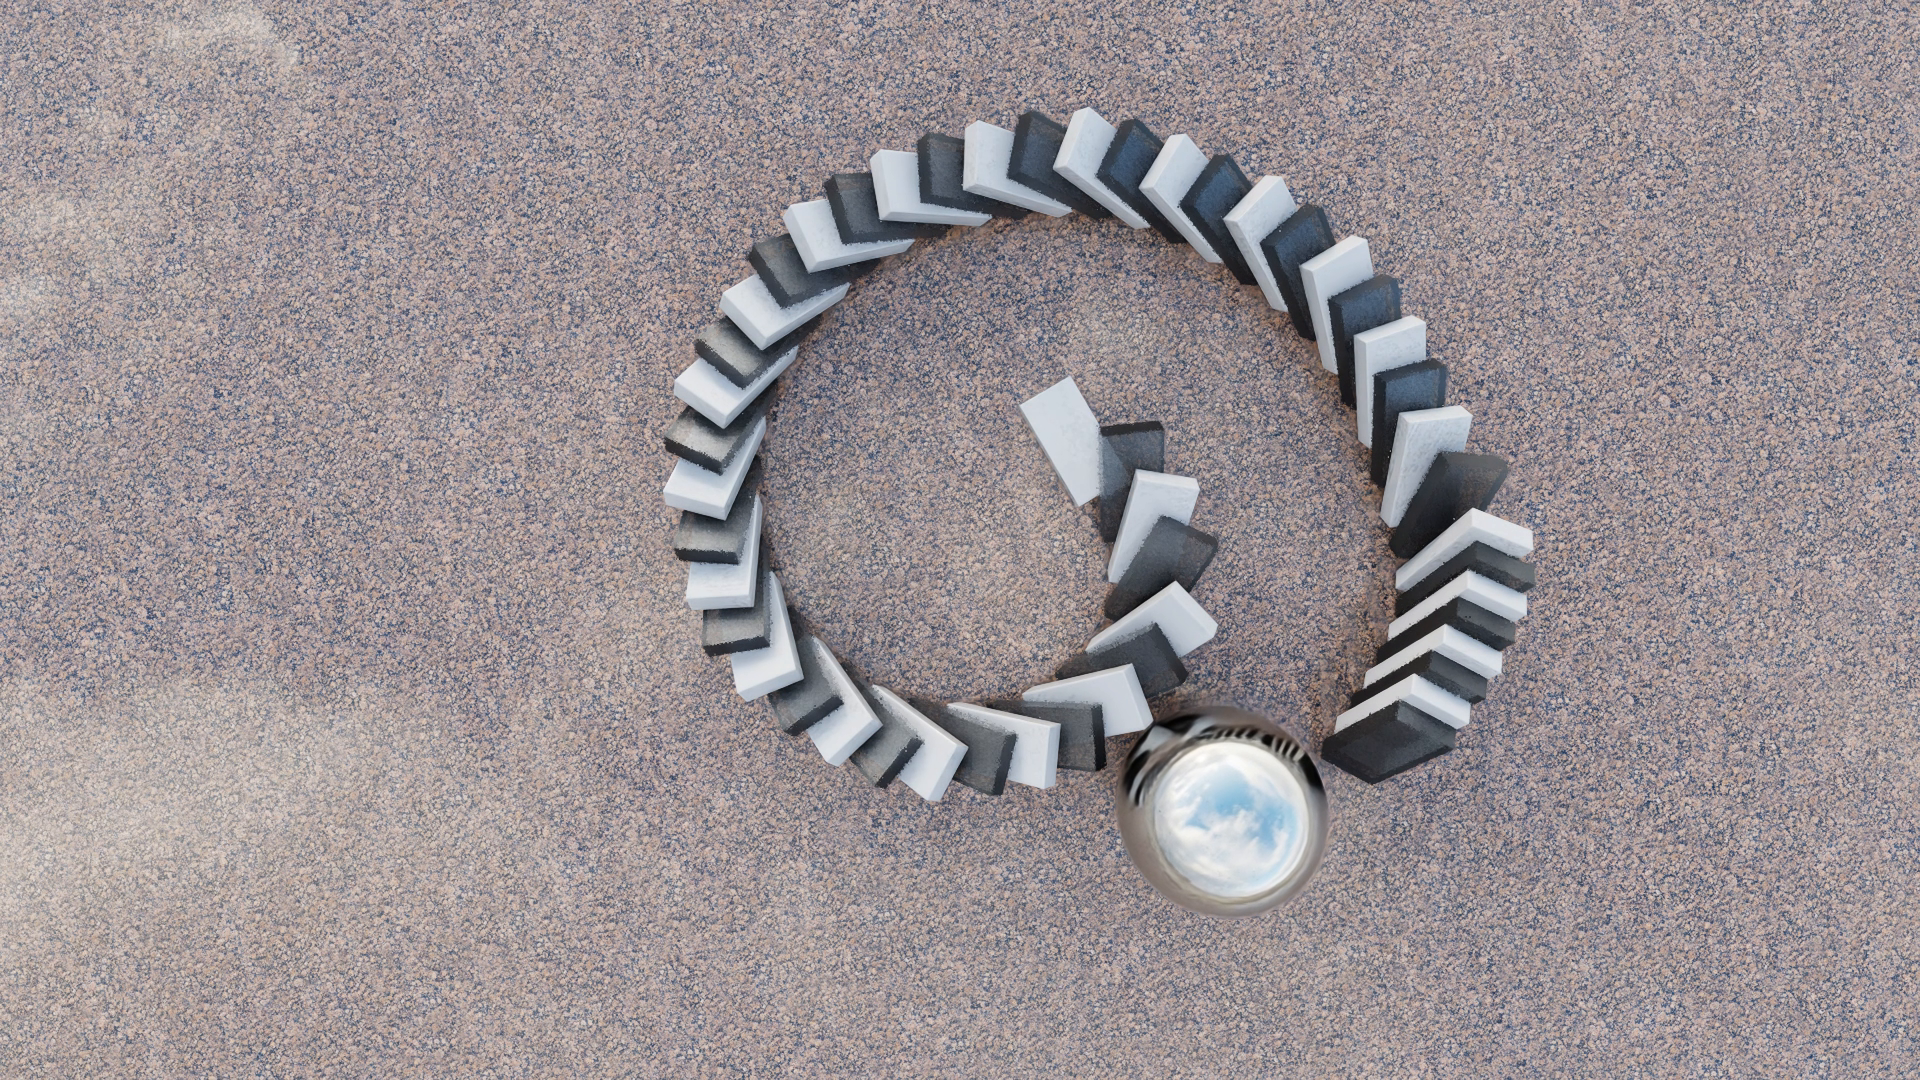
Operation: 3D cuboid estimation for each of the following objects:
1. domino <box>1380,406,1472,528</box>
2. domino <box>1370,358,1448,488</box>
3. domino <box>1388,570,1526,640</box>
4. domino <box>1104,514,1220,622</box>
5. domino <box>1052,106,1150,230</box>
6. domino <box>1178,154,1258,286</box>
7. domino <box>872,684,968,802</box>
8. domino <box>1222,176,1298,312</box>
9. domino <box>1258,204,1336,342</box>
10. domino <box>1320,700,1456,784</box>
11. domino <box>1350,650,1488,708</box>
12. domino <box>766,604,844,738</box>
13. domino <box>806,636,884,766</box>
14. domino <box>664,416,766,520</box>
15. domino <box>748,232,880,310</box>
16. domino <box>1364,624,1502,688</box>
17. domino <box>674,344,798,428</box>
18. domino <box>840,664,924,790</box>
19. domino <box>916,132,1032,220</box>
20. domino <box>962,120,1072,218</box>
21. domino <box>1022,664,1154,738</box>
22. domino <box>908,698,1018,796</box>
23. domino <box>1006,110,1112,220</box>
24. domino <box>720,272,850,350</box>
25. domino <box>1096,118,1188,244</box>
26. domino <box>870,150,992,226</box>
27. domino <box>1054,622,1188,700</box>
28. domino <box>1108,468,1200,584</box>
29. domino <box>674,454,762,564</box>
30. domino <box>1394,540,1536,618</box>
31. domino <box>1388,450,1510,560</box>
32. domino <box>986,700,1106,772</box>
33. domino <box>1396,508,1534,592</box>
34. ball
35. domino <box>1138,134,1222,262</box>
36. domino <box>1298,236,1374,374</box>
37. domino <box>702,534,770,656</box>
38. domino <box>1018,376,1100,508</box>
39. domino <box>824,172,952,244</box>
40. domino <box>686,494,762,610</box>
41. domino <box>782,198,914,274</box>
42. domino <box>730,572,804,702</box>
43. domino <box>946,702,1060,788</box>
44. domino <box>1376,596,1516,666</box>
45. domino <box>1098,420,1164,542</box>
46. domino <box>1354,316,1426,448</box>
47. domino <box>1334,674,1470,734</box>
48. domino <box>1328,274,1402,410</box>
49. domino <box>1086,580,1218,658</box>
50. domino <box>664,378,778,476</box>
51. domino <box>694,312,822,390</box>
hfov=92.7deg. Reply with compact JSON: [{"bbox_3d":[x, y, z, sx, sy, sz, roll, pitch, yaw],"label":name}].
[{"bbox_3d":[0.194,-0.030,0.382,0.025,0.010,0.050,-7,124,0],"label":"domino"},{"bbox_3d":[0.187,-0.048,0.383,0.025,0.009,0.050,-15,123,0],"label":"domino"},{"bbox_3d":[0.203,0.033,0.377,0.025,0.050,0.009,24,56,0],"label":"domino"},{"bbox_3d":[0.083,0.016,0.382,0.025,0.010,0.050,23,120,-6],"label":"domino"},{"bbox_3d":[0.064,-0.154,0.382,0.050,0.009,0.025,21,90,-33],"label":"domino"},{"bbox_3d":[0.115,-0.133,0.382,0.050,0.009,0.025,36,90,-33],"label":"domino"},{"bbox_3d":[-0.023,0.084,0.382,0.050,0.010,0.025,29,90,35],"label":"domino"},{"bbox_3d":[0.132,-0.123,0.382,0.025,0.009,0.050,-45,123,0],"label":"domino"},{"bbox_3d":[0.146,-0.111,0.382,0.025,0.010,0.050,-40,124,0],"label":"domino"},{"bbox_3d":[0.175,0.084,0.377,0.025,0.050,0.009,28,56,0],"label":"domino"},{"bbox_3d":[0.187,0.064,0.377,0.025,0.050,0.010,28,56,0],"label":"domino"},{"bbox_3d":[-0.070,0.054,0.382,0.025,0.010,0.050,-34,55,0],"label":"domino"},{"bbox_3d":[-0.056,0.066,0.382,0.025,0.010,0.050,-43,56,0],"label":"domino"},{"bbox_3d":[-0.101,-0.034,0.382,0.025,0.010,0.050,15,56,0],"label":"domino"},{"bbox_3d":[-0.060,-0.117,0.382,0.050,0.010,0.025,-34,90,-34],"label":"domino"},{"bbox_3d":[0.193,0.054,0.377,0.025,0.050,0.009,28,56,0],"label":"domino"},{"bbox_3d":[-0.093,-0.071,0.382,0.025,0.009,0.050,35,56,0],"label":"domino"},{"bbox_3d":[-0.040,0.077,0.382,0.050,0.010,0.025,39,90,35],"label":"domino"},{"bbox_3d":[0.007,-0.151,0.382,0.050,0.009,0.025,-3,90,-33],"label":"domino"},{"bbox_3d":[0.025,-0.154,0.382,0.050,0.009,0.025,2,90,-33],"label":"domino"},{"bbox_3d":[0.052,0.070,0.382,0.050,0.010,0.025,-20,90,36],"label":"domino"},{"bbox_3d":[-0.002,0.085,0.382,0.050,0.009,0.025,14,90,34],"label":"domino"},{"bbox_3d":[0.044,-0.155,0.382,0.050,0.010,0.025,11,90,-34],"label":"domino"},{"bbox_3d":[-0.072,-0.102,0.382,0.025,0.009,0.050,46,57,0],"label":"domino"},{"bbox_3d":[0.081,-0.149,0.382,0.050,0.009,0.025,26,90,-33],"label":"domino"},{"bbox_3d":[-0.011,-0.146,0.382,0.050,0.010,0.025,-10,90,-33],"label":"domino"},{"bbox_3d":[0.066,0.056,0.381,0.050,0.010,0.025,-32,91,36],"label":"domino"},{"bbox_3d":[0.080,-0.004,0.383,0.025,0.010,0.050,9,121,-1],"label":"domino"},{"bbox_3d":[-0.100,-0.014,0.382,0.025,0.009,0.050,4,56,0],"label":"domino"},{"bbox_3d":[0.206,0.022,0.377,0.025,0.050,0.009,24,56,0],"label":"domino"},{"bbox_3d":[0.201,-0.013,0.379,0.025,0.009,0.050,5,132,-4],"label":"domino"},{"bbox_3d":[0.035,0.081,0.382,0.050,0.010,0.025,-4,90,35],"label":"domino"},{"bbox_3d":[0.206,0.009,0.377,0.025,0.050,0.010,21,56,0],"label":"domino"},{"bbox_3d":[0.102,0.105,0.360,0.080,0.080,0.080,0,90,0],"label":"ball"},{"bbox_3d":[0.099,-0.142,0.382,0.050,0.010,0.025,32,90,-33],"label":"domino"},{"bbox_3d":[0.160,-0.097,0.382,0.025,0.010,0.050,-30,123,0],"label":"domino"},{"bbox_3d":[-0.093,0.022,0.382,0.025,0.009,0.050,-9,56,0],"label":"domino"},{"bbox_3d":[0.049,-0.042,0.395,0.025,0.009,0.050,-31,90,0],"label":"domino"},{"bbox_3d":[-0.029,-0.139,0.382,0.050,0.010,0.025,-17,90,-34],"label":"domino"},{"bbox_3d":[-0.098,0.005,0.382,0.025,0.009,0.050,-3,56,0],"label":"domino"},{"bbox_3d":[-0.046,-0.130,0.382,0.050,0.009,0.025,-25,90,-34],"label":"domino"},{"bbox_3d":[-0.083,0.039,0.382,0.025,0.009,0.050,-22,55,0],"label":"domino"},{"bbox_3d":[0.017,0.085,0.382,0.050,0.010,0.025,5,90,34],"label":"domino"},{"bbox_3d":[0.198,0.043,0.377,0.025,0.050,0.010,25,56,-1],"label":"domino"},{"bbox_3d":[0.072,-0.024,0.383,0.025,0.010,0.050,-7,121,0],"label":"domino"},{"bbox_3d":[0.180,-0.065,0.383,0.025,0.010,0.050,-19,123,0],"label":"domino"},{"bbox_3d":[0.181,0.074,0.377,0.025,0.050,0.010,28,56,0],"label":"domino"},{"bbox_3d":[0.171,-0.082,0.382,0.025,0.009,0.050,-25,123,0],"label":"domino"},{"bbox_3d":[0.079,0.041,0.381,0.025,0.010,0.050,46,127,-2],"label":"domino"},{"bbox_3d":[-0.099,-0.053,0.382,0.025,0.009,0.050,24,56,0],"label":"domino"},{"bbox_3d":[-0.083,-0.087,0.382,0.025,0.009,0.050,39,56,0],"label":"domino"}]
